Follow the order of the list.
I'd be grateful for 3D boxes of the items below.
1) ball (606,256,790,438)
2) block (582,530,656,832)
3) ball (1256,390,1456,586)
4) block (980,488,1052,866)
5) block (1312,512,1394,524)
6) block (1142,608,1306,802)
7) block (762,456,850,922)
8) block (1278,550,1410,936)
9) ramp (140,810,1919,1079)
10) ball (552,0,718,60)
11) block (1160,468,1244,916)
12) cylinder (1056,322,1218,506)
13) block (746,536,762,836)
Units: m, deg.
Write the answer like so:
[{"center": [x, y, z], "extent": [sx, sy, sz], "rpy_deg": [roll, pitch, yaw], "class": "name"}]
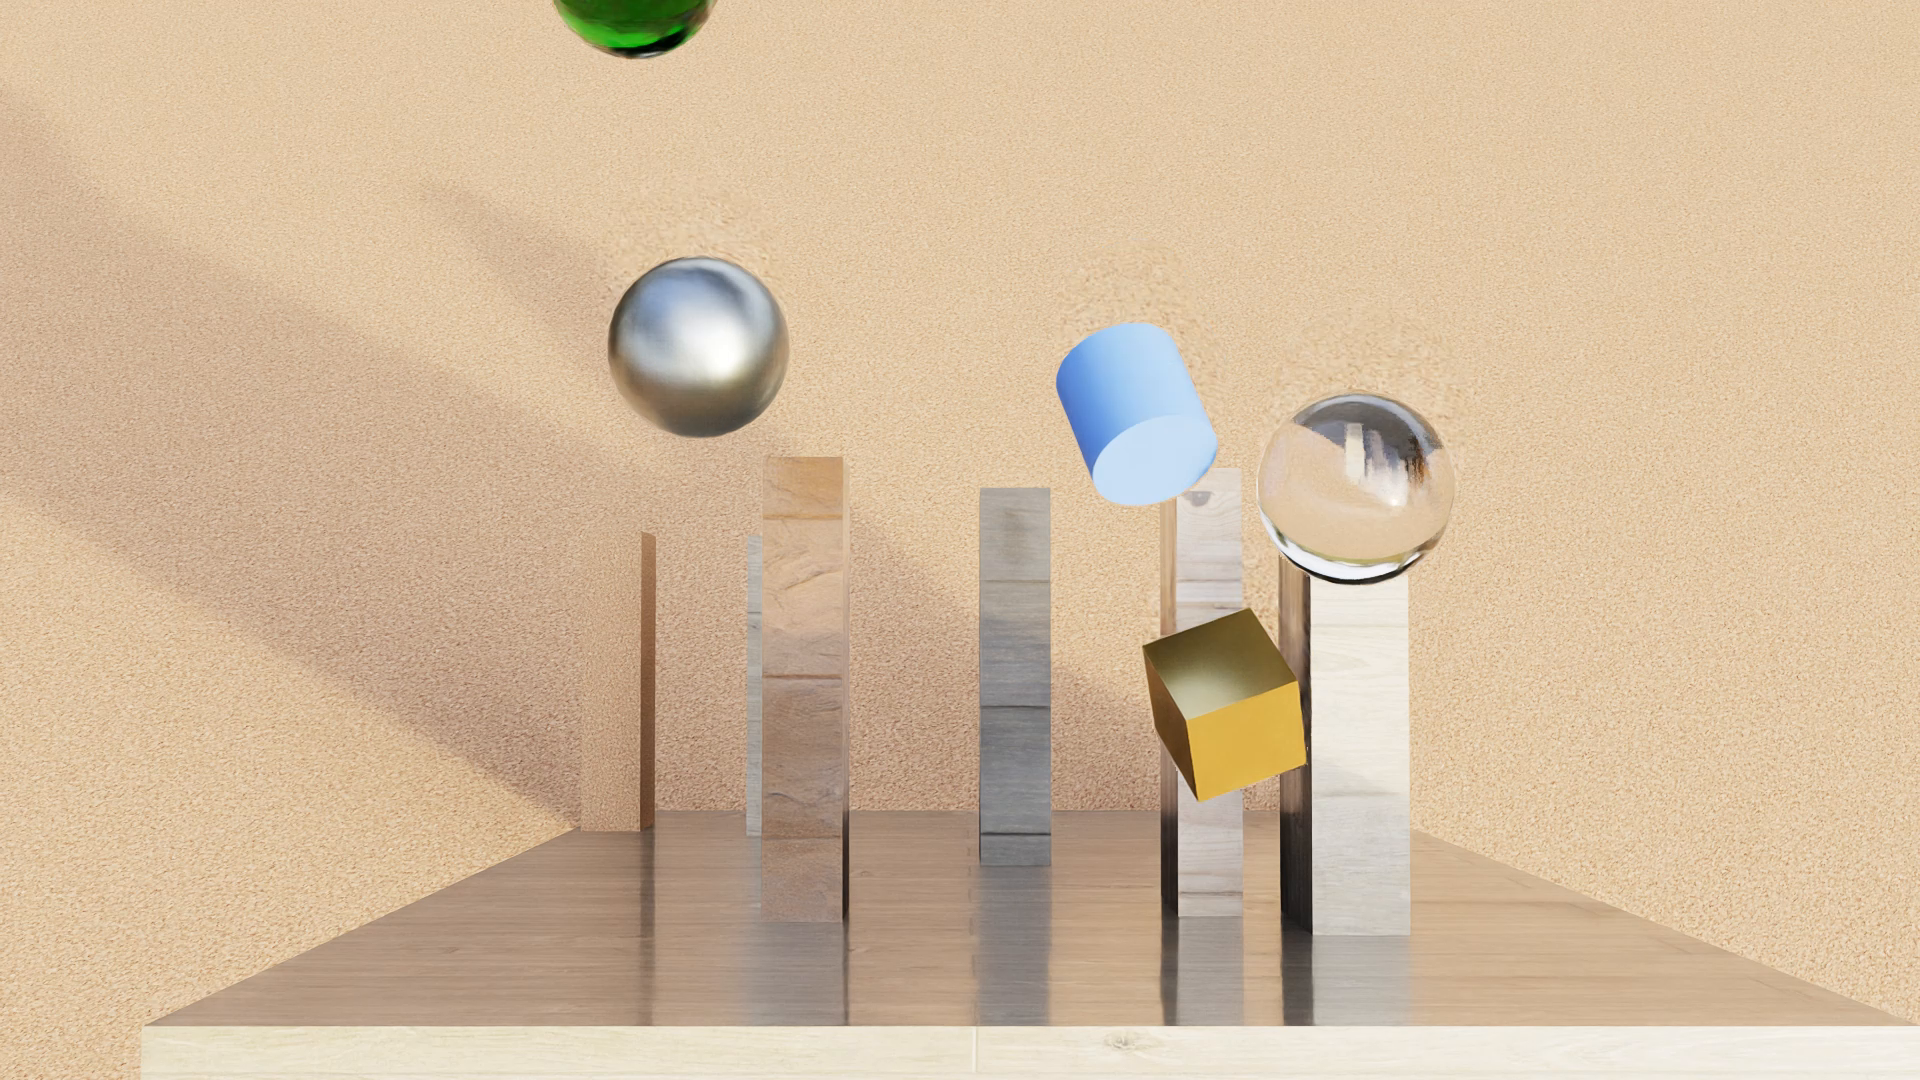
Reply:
[{"center": [-0.294, -0.217, 2.927], "extent": [0.206, 0.206, 0.206], "rpy_deg": [0, 37, 0], "class": "ball"}, {"center": [-0.821, 0.338, 6.275], "extent": [0.138, 0.706, 0.297], "rpy_deg": [0, -2, 0], "class": "block"}, {"center": [0.393, -0.052, 2.583], "extent": [0.195, 0.195, 0.195], "rpy_deg": [0, 37, 0], "class": "ball"}, {"center": [0.110, 0.277, 5.325], "extent": [0.139, 0.746, 0.369], "rpy_deg": [0, -2, 0], "class": "block"}, {"center": [0.949, 0.317, 6.289], "extent": [0.145, 0.749, 0.383], "rpy_deg": [0, -2, 0], "class": "block"}, {"center": [0.272, 0.169, 2.676], "extent": [0.121, 0.121, 0.121], "rpy_deg": [-19, 41, -8], "class": "block"}, {"center": [-0.247, 0.237, 4.194], "extent": [0.126, 0.727, 0.248], "rpy_deg": [0, -2, 0], "class": "block"}, {"center": [0.597, 0.289, 4.072], "extent": [0.145, 0.613, 0.392], "rpy_deg": [0, -2, 0], "class": "block"}, {"center": [0.081, 0.682, 4.917], "extent": [2.000, 0.100, 4.000], "rpy_deg": [0, -2, 0], "class": "ramp"}, {"center": [-0.297, -0.518, 2.372], "extent": [0.158, 0.158, 0.158], "rpy_deg": [0, 37, 0], "class": "ball"}, {"center": [0.399, 0.250, 4.336], "extent": [0.103, 0.715, 0.360], "rpy_deg": [0, -2, 0], "class": "block"}, {"center": [0.178, -0.127, 2.625], "extent": [0.130, 0.130, 0.130], "rpy_deg": [-9, 51, -12], "class": "cylinder"}, {"center": [-0.445, 0.342, 6.169], "extent": [0.087, 0.689, 0.395], "rpy_deg": [0, -2, 0], "class": "block"}]
